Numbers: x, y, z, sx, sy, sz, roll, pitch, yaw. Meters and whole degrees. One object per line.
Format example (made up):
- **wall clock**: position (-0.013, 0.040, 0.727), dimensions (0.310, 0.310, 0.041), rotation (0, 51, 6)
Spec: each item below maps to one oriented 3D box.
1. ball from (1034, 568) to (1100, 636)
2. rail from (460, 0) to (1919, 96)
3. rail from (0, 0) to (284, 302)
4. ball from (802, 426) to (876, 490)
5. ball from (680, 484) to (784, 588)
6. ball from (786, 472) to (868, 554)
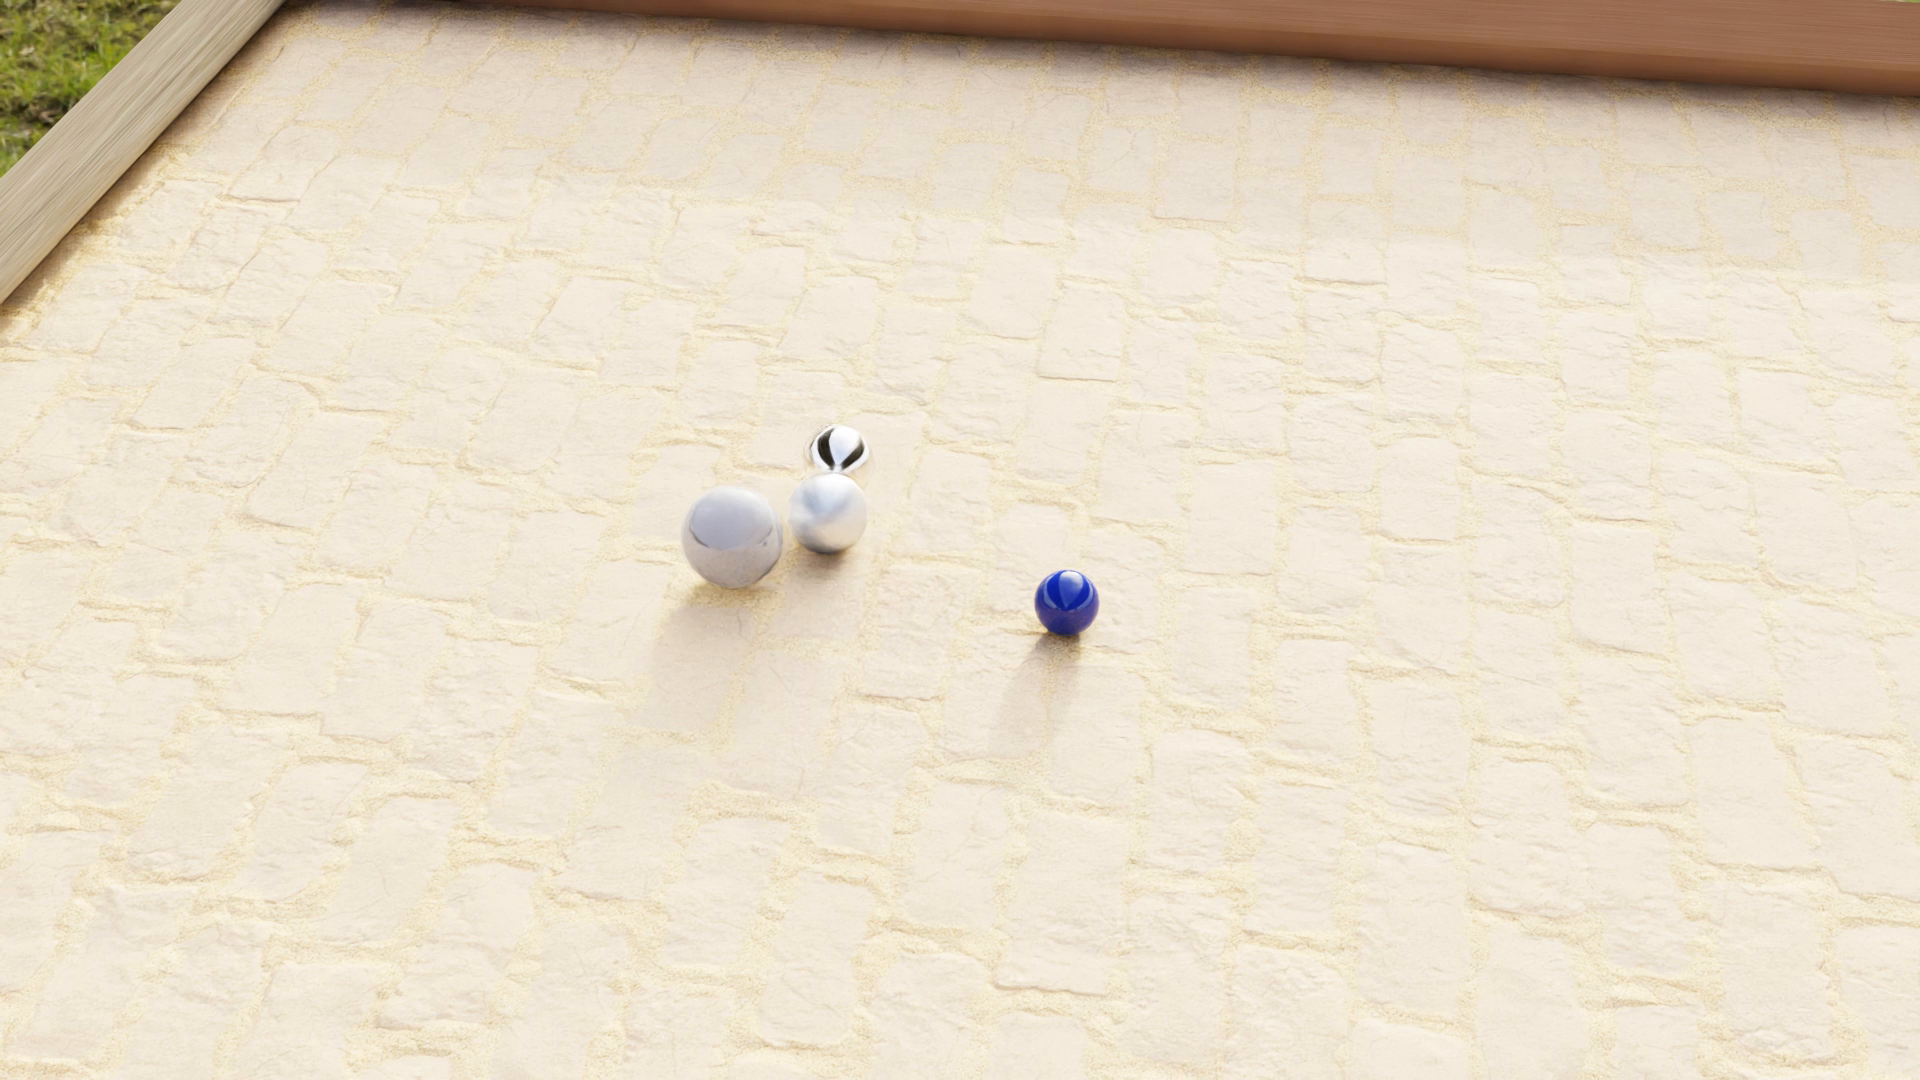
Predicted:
- **ball**: position (0.076, 0.044, 1.824), dimensions (0.048, 0.048, 0.048), rotation (0, 35, 0)
- **rail**: position (1.021, -0.465, 2.511), dimensions (3.542, 0.097, 0.045), rotation (5, 35, 7)
- **rail**: position (-0.851, -0.093, 1.977), dimensions (0.045, 0.097, 1.920), rotation (5, 35, 7)
- **ball**: position (-0.092, -0.060, 1.966), dimensions (0.057, 0.057, 0.057), rotation (0, 35, 0)
- **ball**: position (-0.166, -0.003, 1.868), dimensions (0.075, 0.075, 0.075), rotation (0, 35, 0)
- **ball**: position (-0.098, -0.020, 1.904), dimensions (0.061, 0.061, 0.061), rotation (0, 35, 0)
